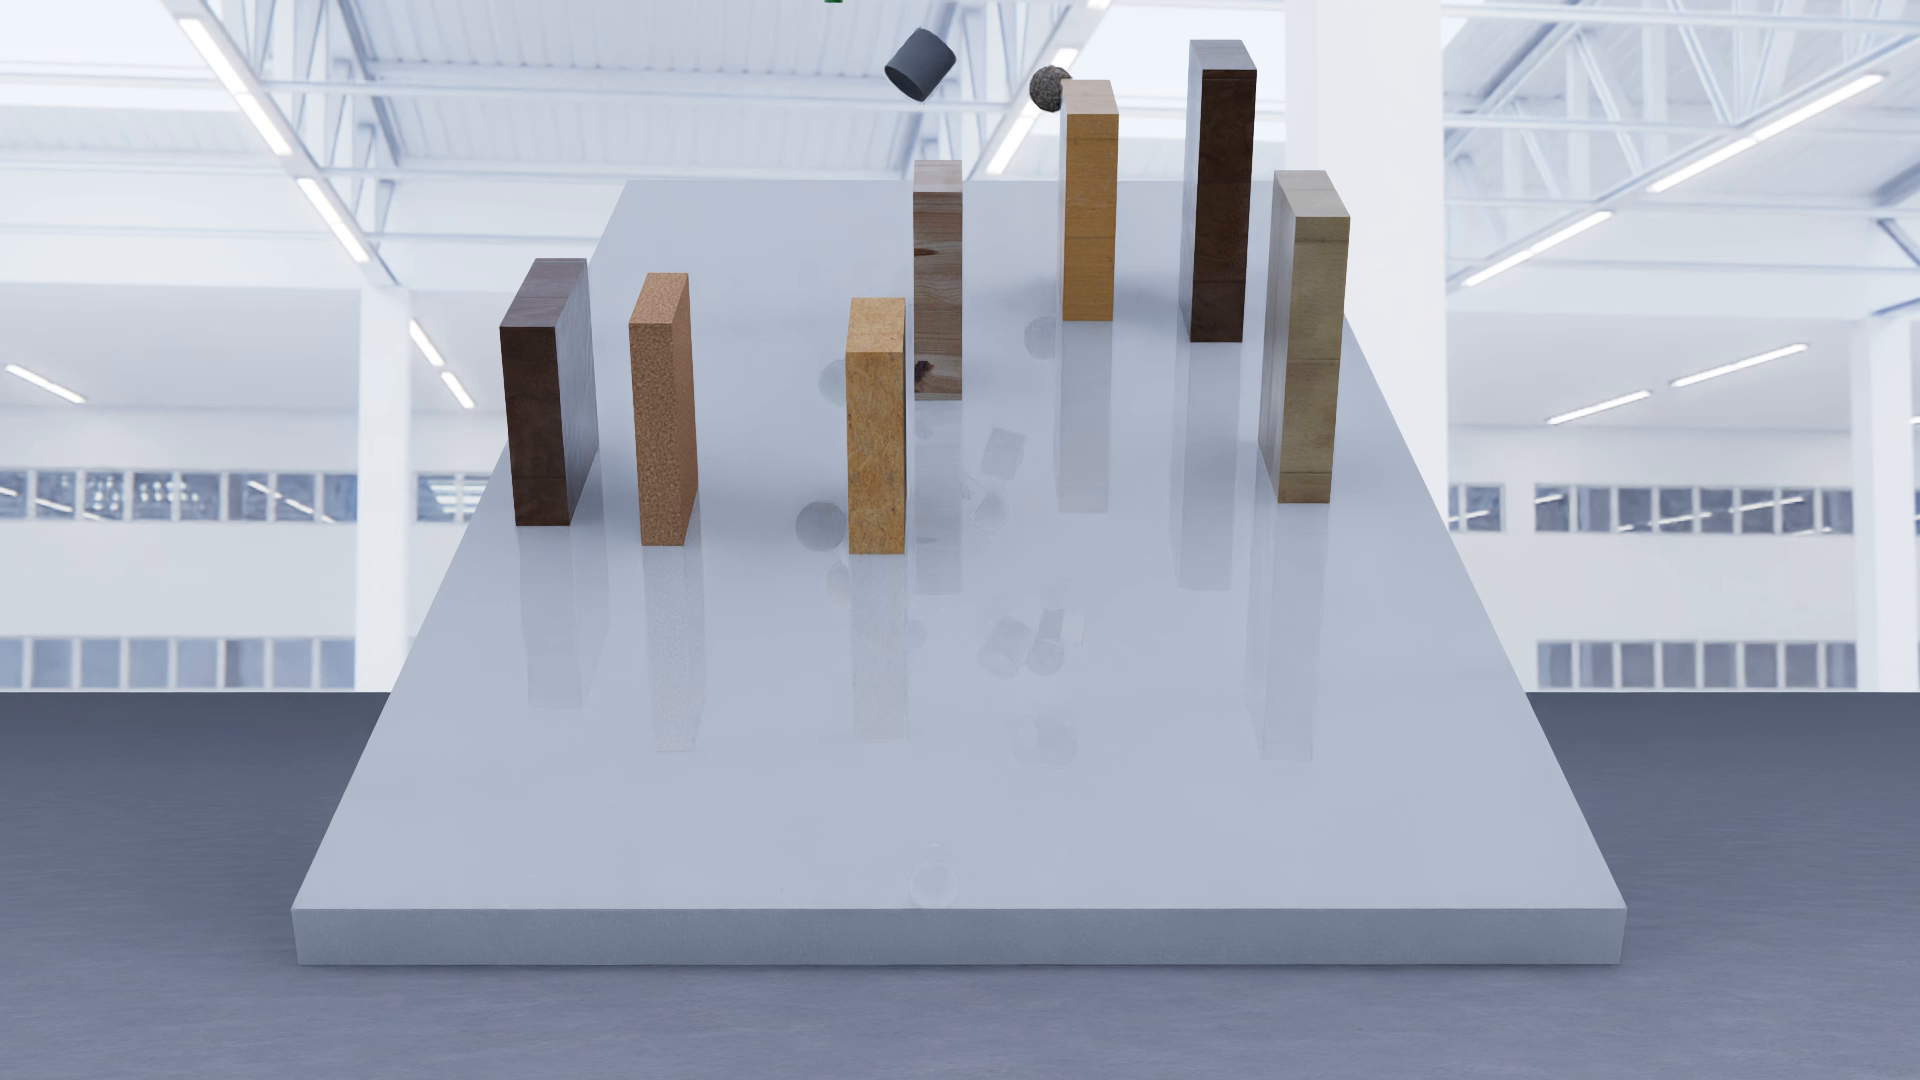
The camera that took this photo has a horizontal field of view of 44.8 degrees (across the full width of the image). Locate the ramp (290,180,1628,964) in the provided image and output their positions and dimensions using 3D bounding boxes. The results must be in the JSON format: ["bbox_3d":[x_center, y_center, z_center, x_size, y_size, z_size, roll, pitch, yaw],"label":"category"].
[{"bbox_3d":[-0.008,-0.229,5.332,2.000,0.100,4.000,0,24,0],"label":"ramp"}]

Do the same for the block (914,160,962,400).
[{"bbox_3d":[-0.051,-0.608,5.443,0.111,0.498,0.272,0,24,0],"label":"block"}]

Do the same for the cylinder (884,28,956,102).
[{"bbox_3d":[-0.118,-1.417,6.952,0.154,0.154,0.154,37,-9,7],"label":"cylinder"}]

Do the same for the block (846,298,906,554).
[{"bbox_3d":[-0.166,-0.234,4.705,0.109,0.426,0.329,0,24,0],"label":"block"}]

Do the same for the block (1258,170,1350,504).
[{"bbox_3d":[0.719,-0.430,4.909,0.109,0.619,0.345,0,24,0],"label":"block"}]

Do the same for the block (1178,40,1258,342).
[{"bbox_3d":[0.637,-0.869,5.802,0.130,0.682,0.330,0,24,0],"label":"block"}]

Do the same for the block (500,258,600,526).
[{"bbox_3d":[-0.853,-0.316,4.879,0.110,0.430,0.446,0,24,0],"label":"block"}]

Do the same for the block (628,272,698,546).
[{"bbox_3d":[-0.597,-0.267,4.723,0.083,0.470,0.316,0,24,0],"label":"block"}]

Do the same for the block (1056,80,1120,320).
[{"bbox_3d":[0.325,-0.876,5.994,0.128,0.535,0.364,0,24,0],"label":"block"}]

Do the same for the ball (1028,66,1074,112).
[{"bbox_3d":[0.271,-1.326,6.856,0.136,0.136,0.136,0,-4,0],"label":"ball"}]

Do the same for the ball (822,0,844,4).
[{"bbox_3d":[-0.383,-1.700,7.038,0.159,0.159,0.159,0,-4,0],"label":"ball"}]
